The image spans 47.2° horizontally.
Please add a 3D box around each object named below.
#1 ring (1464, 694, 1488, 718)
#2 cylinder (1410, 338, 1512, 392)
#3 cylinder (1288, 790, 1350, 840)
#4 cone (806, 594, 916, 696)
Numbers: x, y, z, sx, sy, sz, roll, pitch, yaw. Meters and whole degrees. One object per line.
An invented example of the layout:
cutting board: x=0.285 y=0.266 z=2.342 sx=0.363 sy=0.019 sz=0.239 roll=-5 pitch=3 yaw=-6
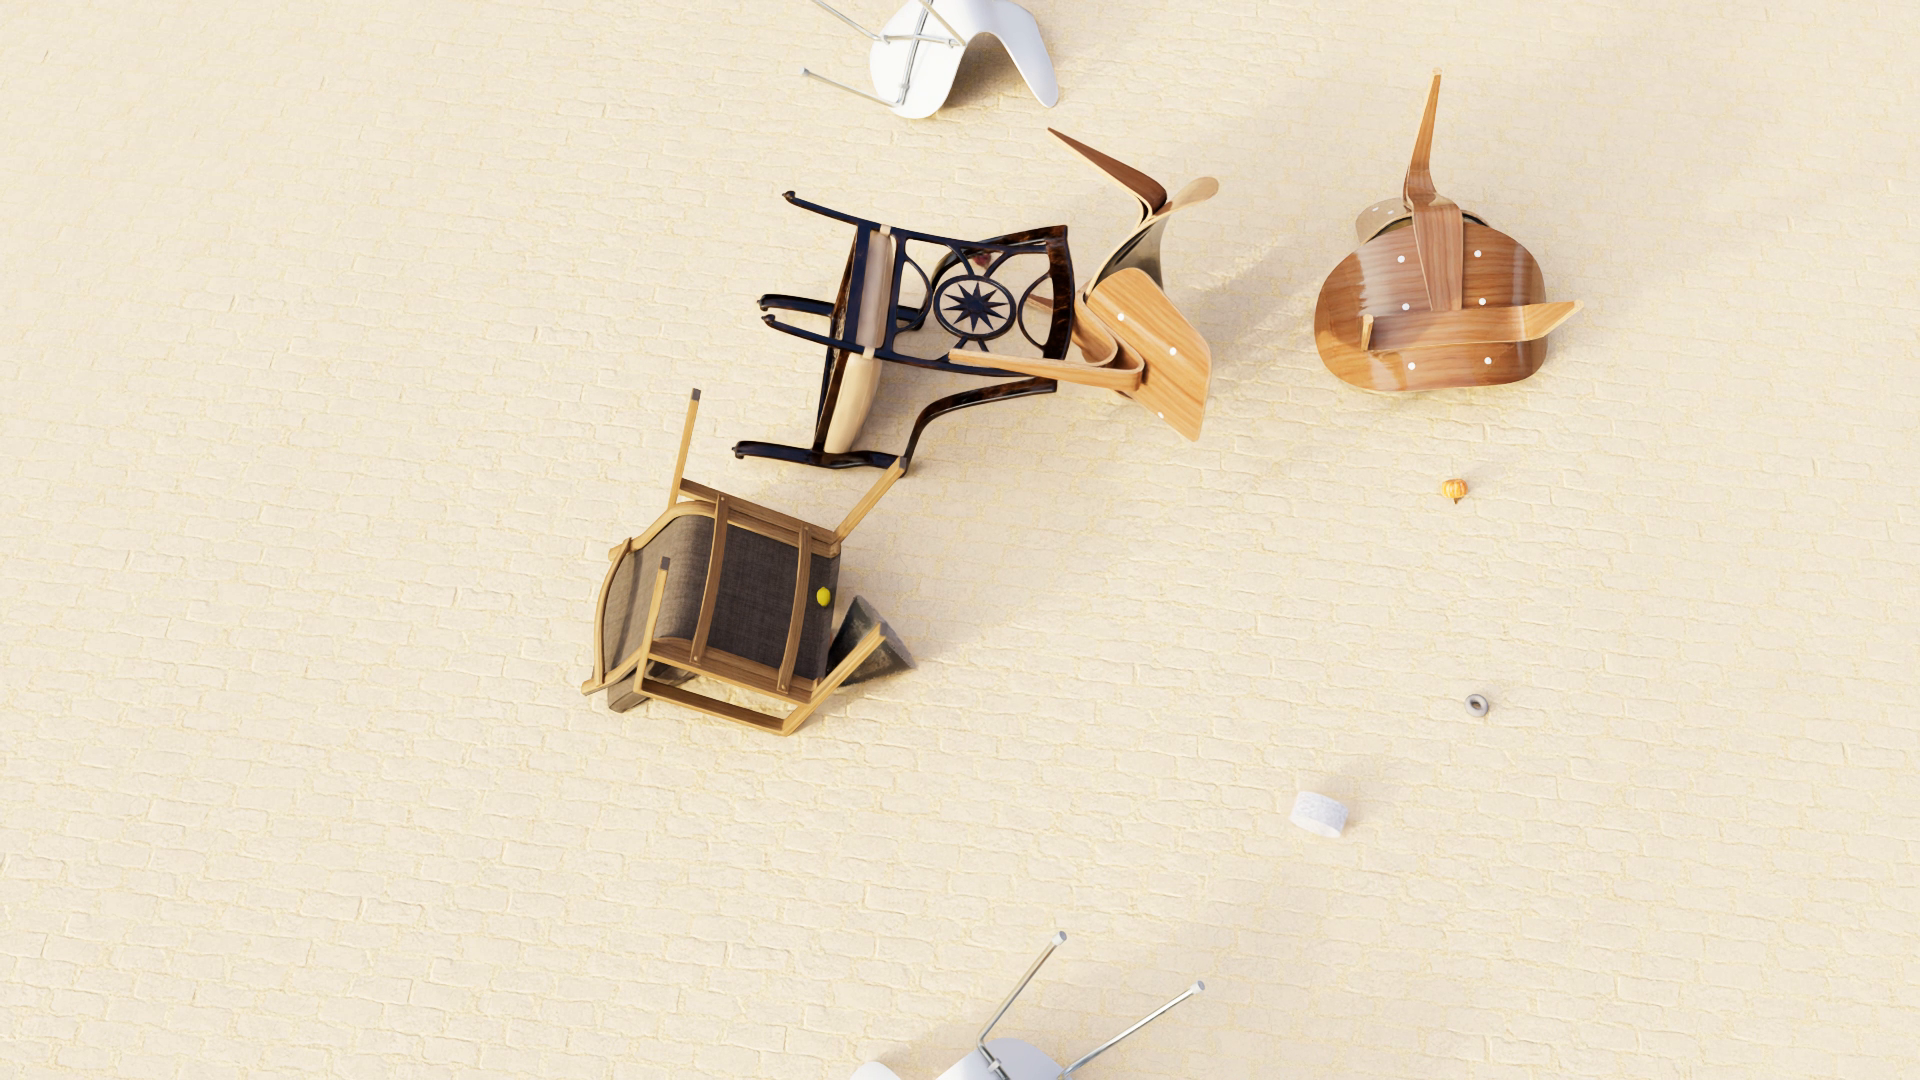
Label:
ring: x=1.465 y=0.470 z=6.239 sx=0.066 sy=0.033 sz=0.072 roll=-28 pitch=62 yaw=-15
cylinder: x=1.564 y=-0.544 z=6.861 sx=0.279 sy=0.129 sz=0.145 roll=-8 pitch=44 yaw=-5
cylinder: x=0.984 y=0.752 z=6.025 sx=0.146 sy=0.073 sz=0.080 roll=25 pitch=76 yaw=22
cone: x=-0.324 y=0.353 z=6.262 sx=0.297 sy=0.273 sz=0.271 roll=-39 pitch=105 yaw=5
